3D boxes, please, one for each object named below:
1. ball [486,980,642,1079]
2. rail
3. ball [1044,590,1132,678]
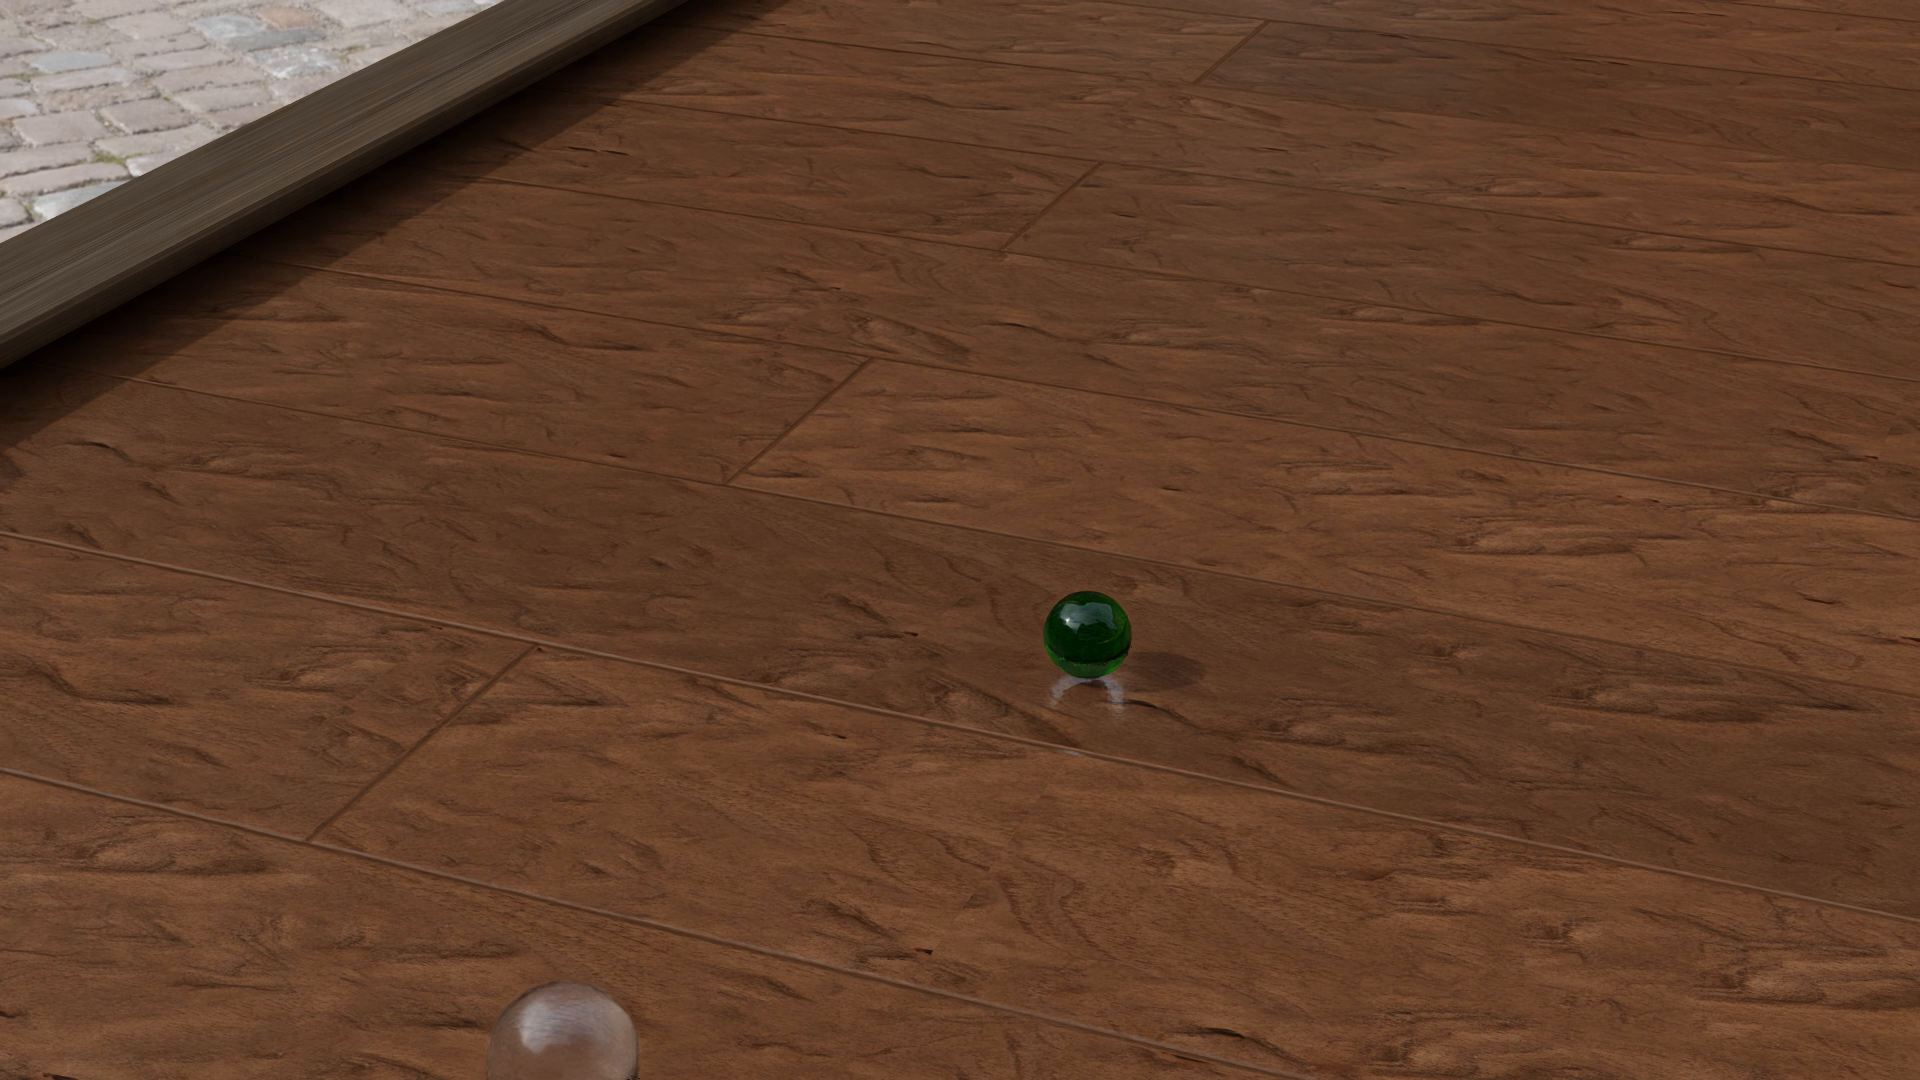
[{"bbox_3d":[-0.181,0.236,1.341,0.070,0.070,0.070,0,26,0],"label":"ball"},{"bbox_3d":[-0.416,-0.452,2.750,0.045,0.091,3.103,10,27,20],"label":"rail"},{"bbox_3d":[0.075,0.056,1.738,0.052,0.052,0.052,0,26,0],"label":"ball"}]
